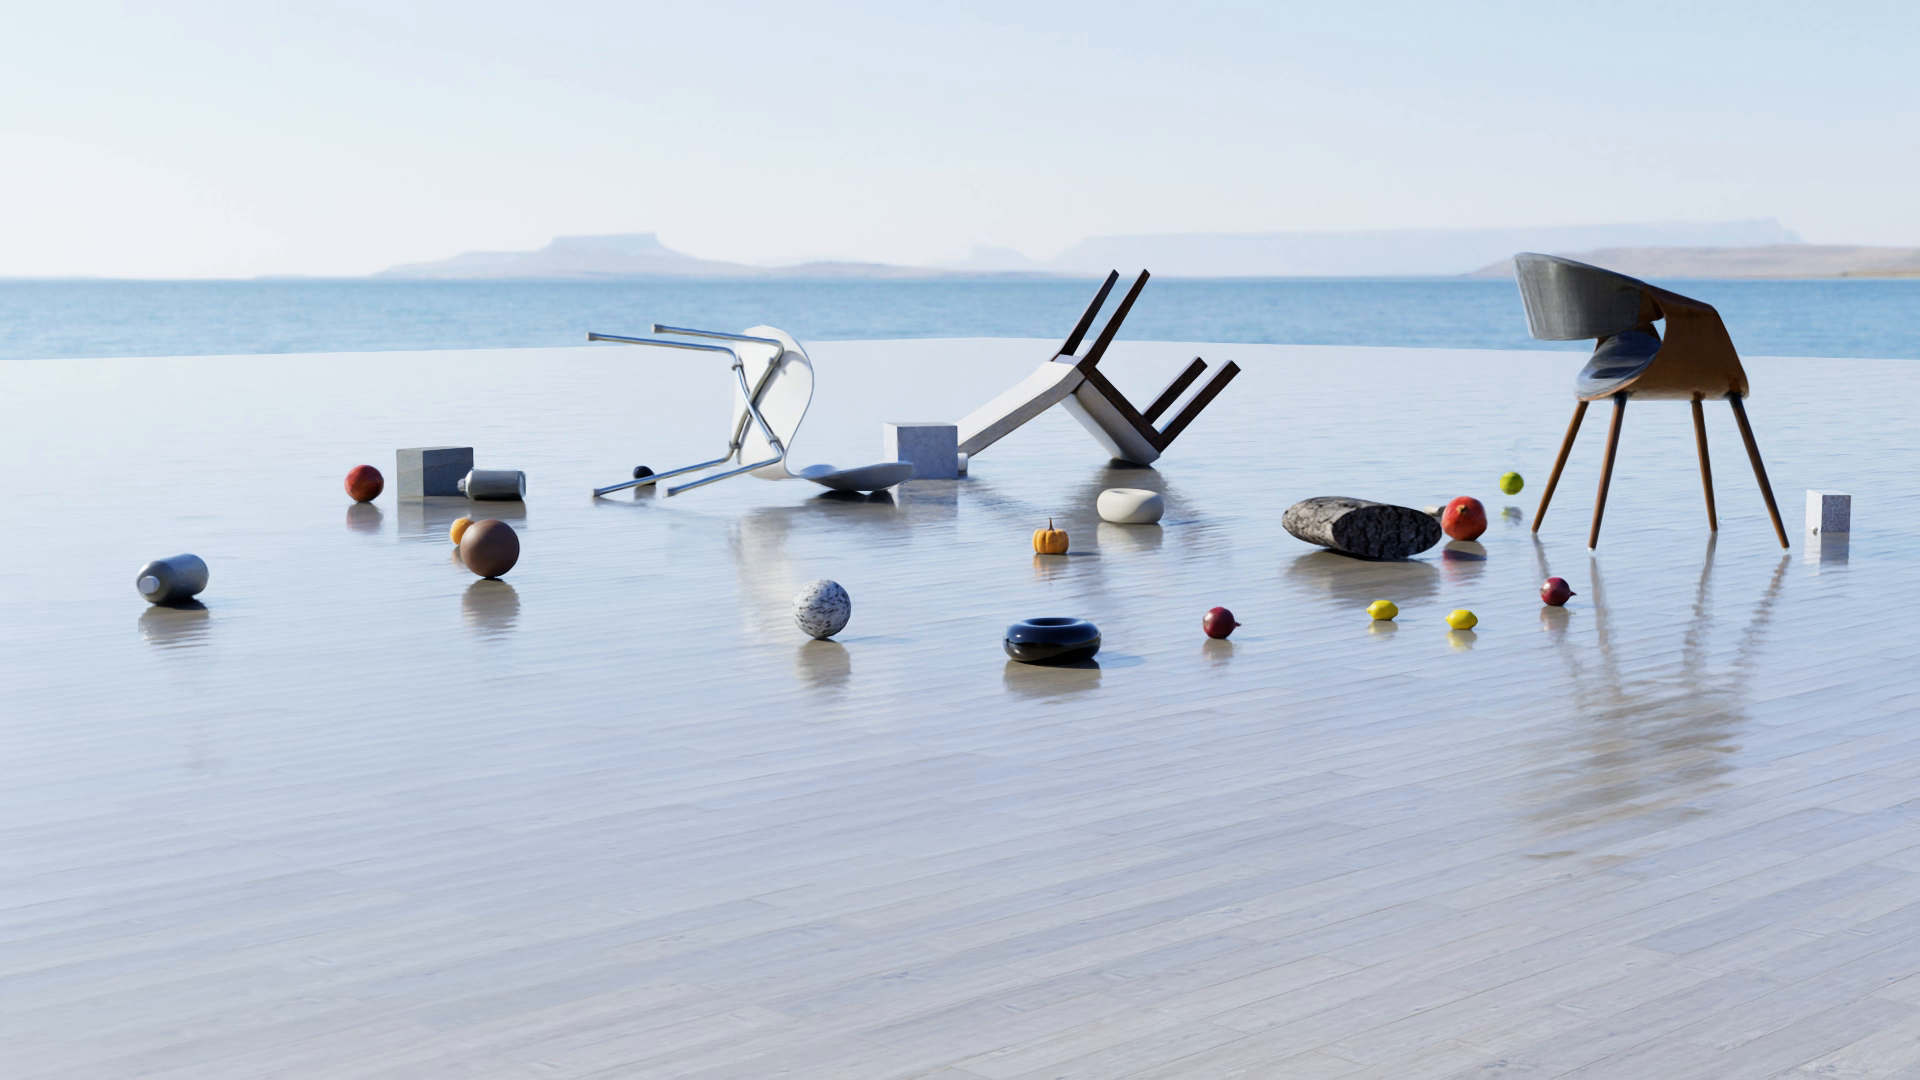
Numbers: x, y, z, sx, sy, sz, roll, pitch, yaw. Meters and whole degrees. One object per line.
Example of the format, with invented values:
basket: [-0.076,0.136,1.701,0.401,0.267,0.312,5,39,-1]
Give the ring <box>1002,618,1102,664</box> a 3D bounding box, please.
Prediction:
ring: [0.159,0.173,4.429,0.173,0.064,0.208,0,5,12]

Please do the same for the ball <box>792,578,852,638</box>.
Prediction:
ball: [-0.252,0.124,4.676,0.108,0.108,0.108,0,6,0]

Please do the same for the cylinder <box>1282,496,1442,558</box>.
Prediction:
cylinder: [0.956,-0.033,6.121,0.289,0.124,0.269,2,5,-18]

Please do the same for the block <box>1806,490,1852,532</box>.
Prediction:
block: [2.264,-0.077,6.689,0.073,0.096,0.156,0,6,5]

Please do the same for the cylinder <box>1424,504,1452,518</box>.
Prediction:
cylinder: [1.312,-0.080,7.040,0.055,0.030,0.056,3,4,-31]

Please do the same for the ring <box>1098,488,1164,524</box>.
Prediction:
ring: [0.459,-0.090,6.901,0.154,0.081,0.232,-4,8,-28]

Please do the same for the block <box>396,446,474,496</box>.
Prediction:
block: [-1.598,-0.212,7.814,0.114,0.135,0.209,4,7,35]

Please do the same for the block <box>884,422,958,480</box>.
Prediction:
block: [-0.131,-0.296,8.456,0.203,0.171,0.227,-1,6,-13]
